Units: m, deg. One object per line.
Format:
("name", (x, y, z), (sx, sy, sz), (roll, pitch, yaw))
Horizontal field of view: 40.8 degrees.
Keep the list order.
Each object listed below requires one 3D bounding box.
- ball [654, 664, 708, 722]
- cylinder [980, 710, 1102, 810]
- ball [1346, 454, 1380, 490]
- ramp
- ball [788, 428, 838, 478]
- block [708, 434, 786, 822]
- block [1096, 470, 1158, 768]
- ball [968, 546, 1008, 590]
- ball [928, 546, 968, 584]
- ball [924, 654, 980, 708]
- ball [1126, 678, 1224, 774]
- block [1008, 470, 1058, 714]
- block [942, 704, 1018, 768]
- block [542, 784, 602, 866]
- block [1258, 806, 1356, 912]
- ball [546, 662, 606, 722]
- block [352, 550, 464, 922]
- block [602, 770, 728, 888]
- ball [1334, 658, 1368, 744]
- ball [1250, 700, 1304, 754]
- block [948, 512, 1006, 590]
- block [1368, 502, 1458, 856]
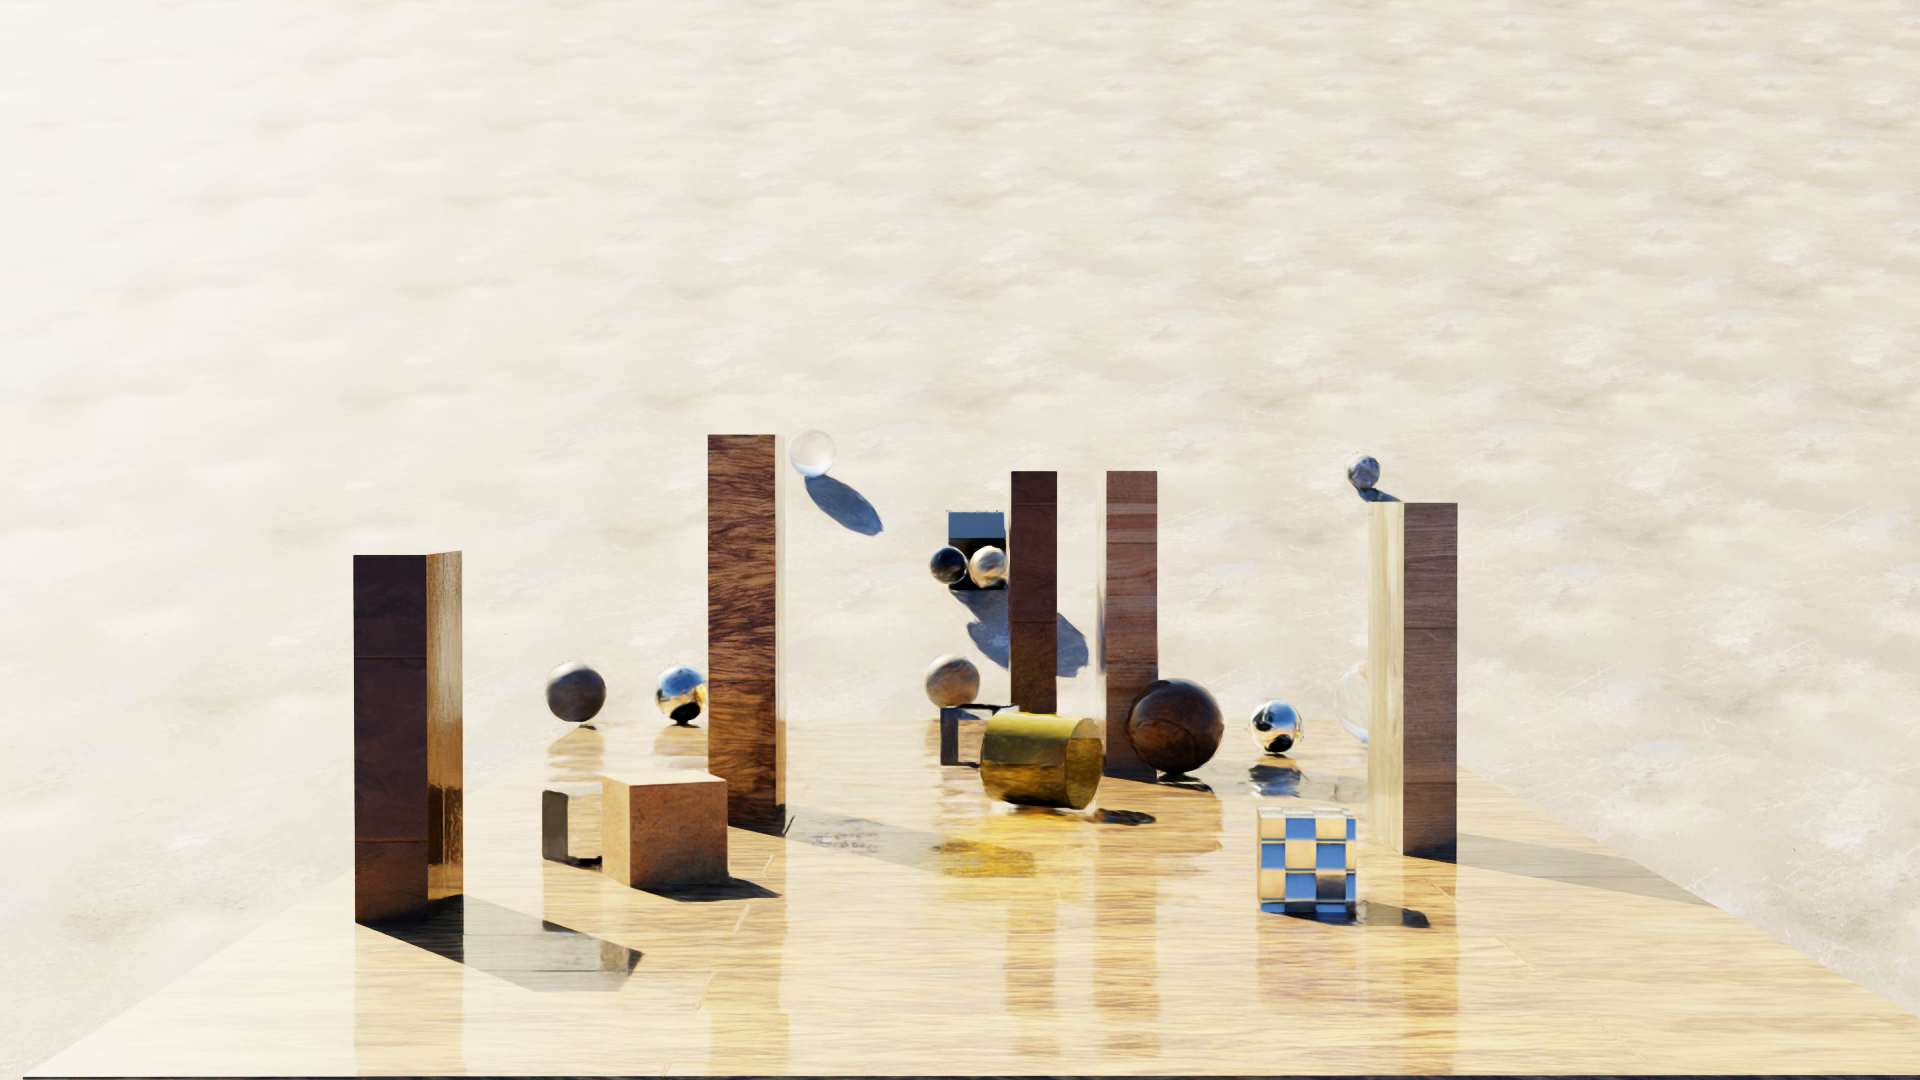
("ball", (-0.700, 0.386, 6.505), (0.144, 0.144, 0.144), (0, 27, 0))
("cylinder", (0.150, 0.403, 4.732), (0.169, 0.169, 0.169), (3, 25, 27))
("ball", (1.248, -0.212, 7.988), (0.108, 0.108, 0.108), (0, 27, 0))
("ramp", (0.060, 0.546, 4.582), (2.000, 0.100, 4.000), (0, 1, 0))
("ball", (-0.461, -0.273, 8.059), (0.154, 0.154, 0.154), (0, 27, 0))
("block", (-0.385, 0.153, 4.678), (0.119, 0.683, 0.264), (0, 1, 0))
("block", (0.359, 0.163, 5.607), (0.108, 0.624, 0.414), (0, 1, 0))
("ball", (0.086, 0.081, 7.302), (0.124, 0.124, 0.124), (0, 27, 0))
("ball", (-0.033, 0.072, 7.305), (0.110, 0.110, 0.110), (0, 27, 0))
("ball", (-0.020, 0.374, 6.778), (0.150, 0.150, 0.150), (0, 27, 0))
("ball", (0.443, 0.382, 5.309), (0.199, 0.199, 0.199), (0, 27, 0))
("block", (0.159, 0.162, 5.664), (0.099, 0.625, 0.269), (0, 1, 0))
("block", (0.043, 0.417, 5.502), (0.122, 0.122, 0.122), (1, 1, 29))
("block", (-0.585, 0.451, 4.093), (0.110, 0.110, 0.110), (-1, 2, -41))
("block", (0.488, 0.449, 3.644), (0.130, 0.130, 0.130), (0, 1, 4))
("ball", (-0.965, 0.383, 6.483), (0.152, 0.152, 0.152), (0, 27, 0))
("block", (-0.770, 0.266, 3.614), (0.099, 0.498, 0.251), (0, 1, 0))
("block", (-0.447, 0.434, 3.898), (0.151, 0.151, 0.151), (-1, 1, -23))
("ball", (0.955, 0.367, 5.863), (0.206, 0.206, 0.206), (0, 27, 0))
("ball", (0.702, 0.413, 5.730), (0.119, 0.119, 0.119), (0, 27, 0))
("block", (0.047, 0.032, 7.440), (0.166, 0.166, 0.166), (0, 27, 0))
("block", (0.751, 0.219, 4.301), (0.086, 0.564, 0.357), (0, 1, 0))
